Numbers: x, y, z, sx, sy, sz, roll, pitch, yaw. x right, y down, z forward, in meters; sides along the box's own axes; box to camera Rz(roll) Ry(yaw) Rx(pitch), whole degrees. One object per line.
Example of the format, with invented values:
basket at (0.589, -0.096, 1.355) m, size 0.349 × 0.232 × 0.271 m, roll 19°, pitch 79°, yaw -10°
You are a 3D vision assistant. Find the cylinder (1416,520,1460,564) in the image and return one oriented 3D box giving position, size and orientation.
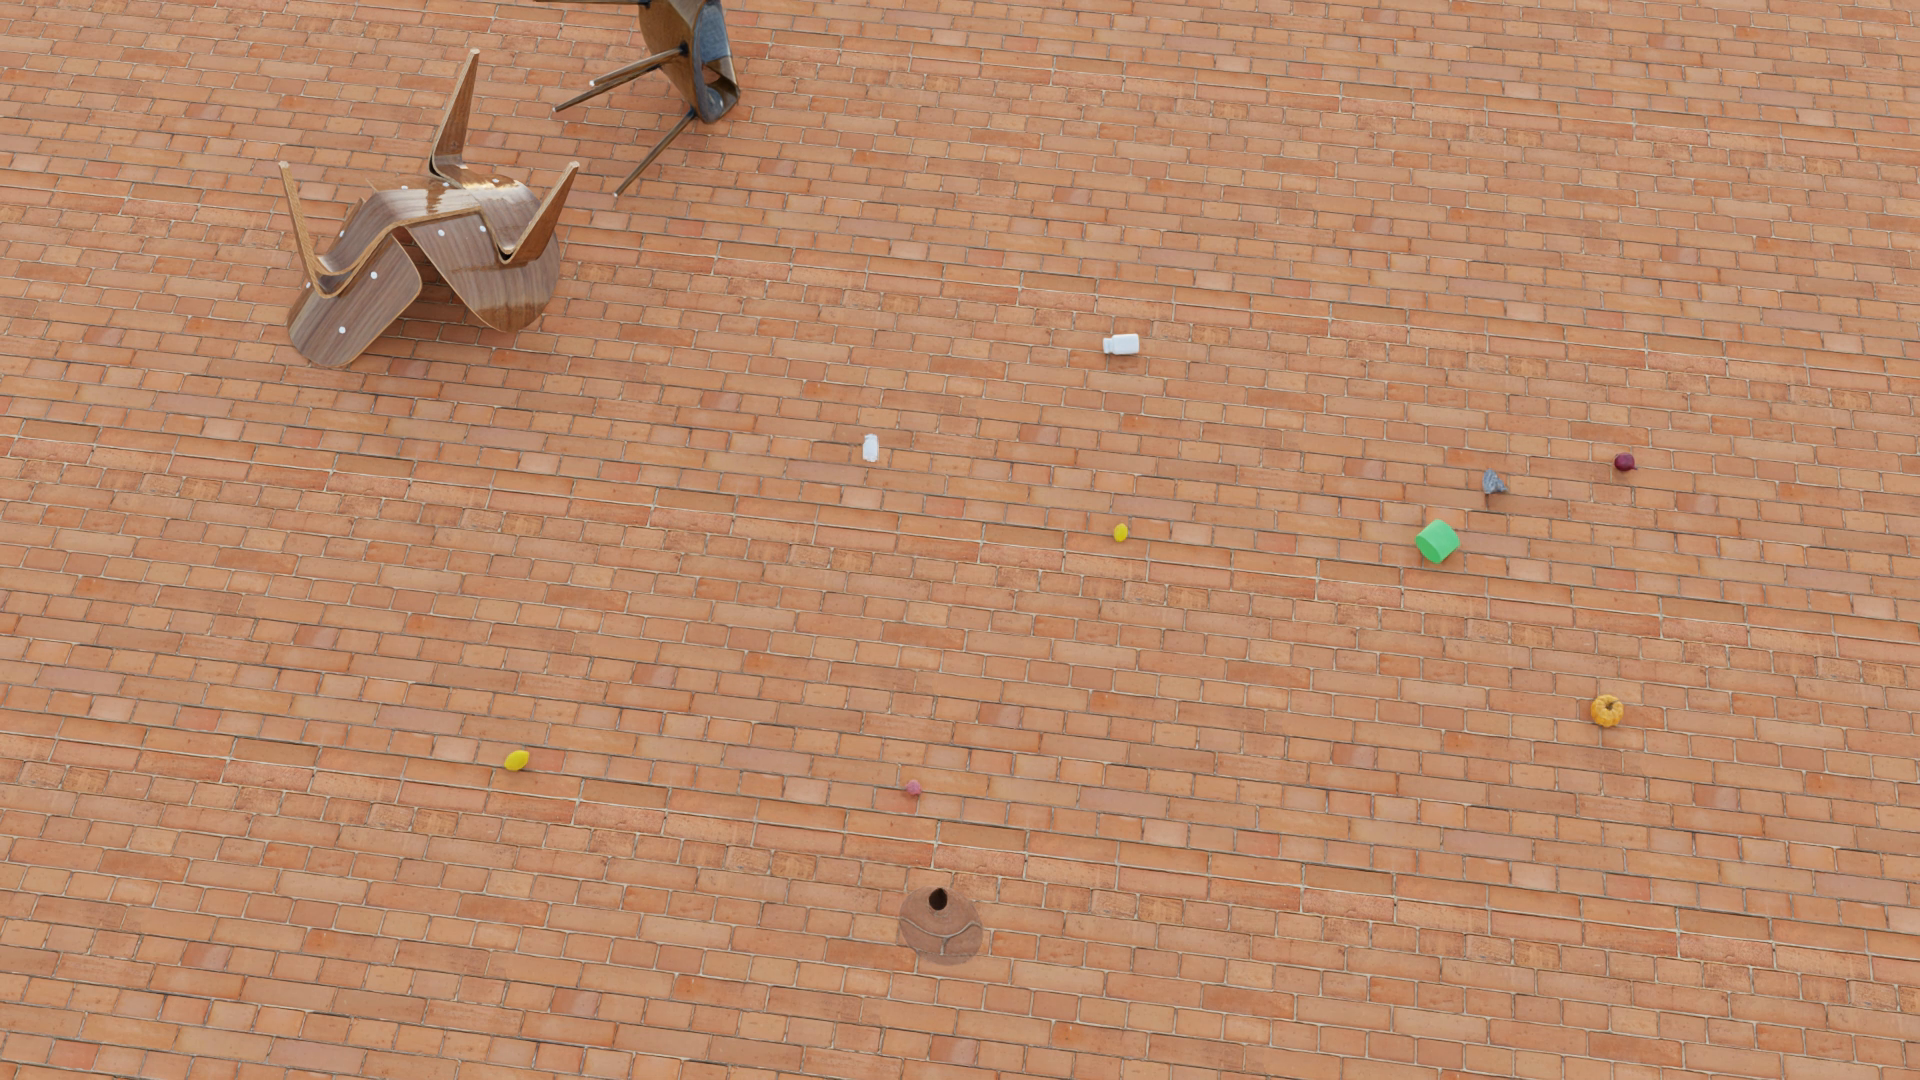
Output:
cylinder at (1.417, 0.004, 6.525) m, size 0.087 × 0.072 × 0.105 m, roll -38°, pitch 83°, yaw -22°

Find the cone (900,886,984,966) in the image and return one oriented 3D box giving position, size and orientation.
cone at (-0.050, 0.965, 5.785) m, size 0.206 × 0.235 × 0.250 m, roll -36°, pitch 63°, yaw -21°
